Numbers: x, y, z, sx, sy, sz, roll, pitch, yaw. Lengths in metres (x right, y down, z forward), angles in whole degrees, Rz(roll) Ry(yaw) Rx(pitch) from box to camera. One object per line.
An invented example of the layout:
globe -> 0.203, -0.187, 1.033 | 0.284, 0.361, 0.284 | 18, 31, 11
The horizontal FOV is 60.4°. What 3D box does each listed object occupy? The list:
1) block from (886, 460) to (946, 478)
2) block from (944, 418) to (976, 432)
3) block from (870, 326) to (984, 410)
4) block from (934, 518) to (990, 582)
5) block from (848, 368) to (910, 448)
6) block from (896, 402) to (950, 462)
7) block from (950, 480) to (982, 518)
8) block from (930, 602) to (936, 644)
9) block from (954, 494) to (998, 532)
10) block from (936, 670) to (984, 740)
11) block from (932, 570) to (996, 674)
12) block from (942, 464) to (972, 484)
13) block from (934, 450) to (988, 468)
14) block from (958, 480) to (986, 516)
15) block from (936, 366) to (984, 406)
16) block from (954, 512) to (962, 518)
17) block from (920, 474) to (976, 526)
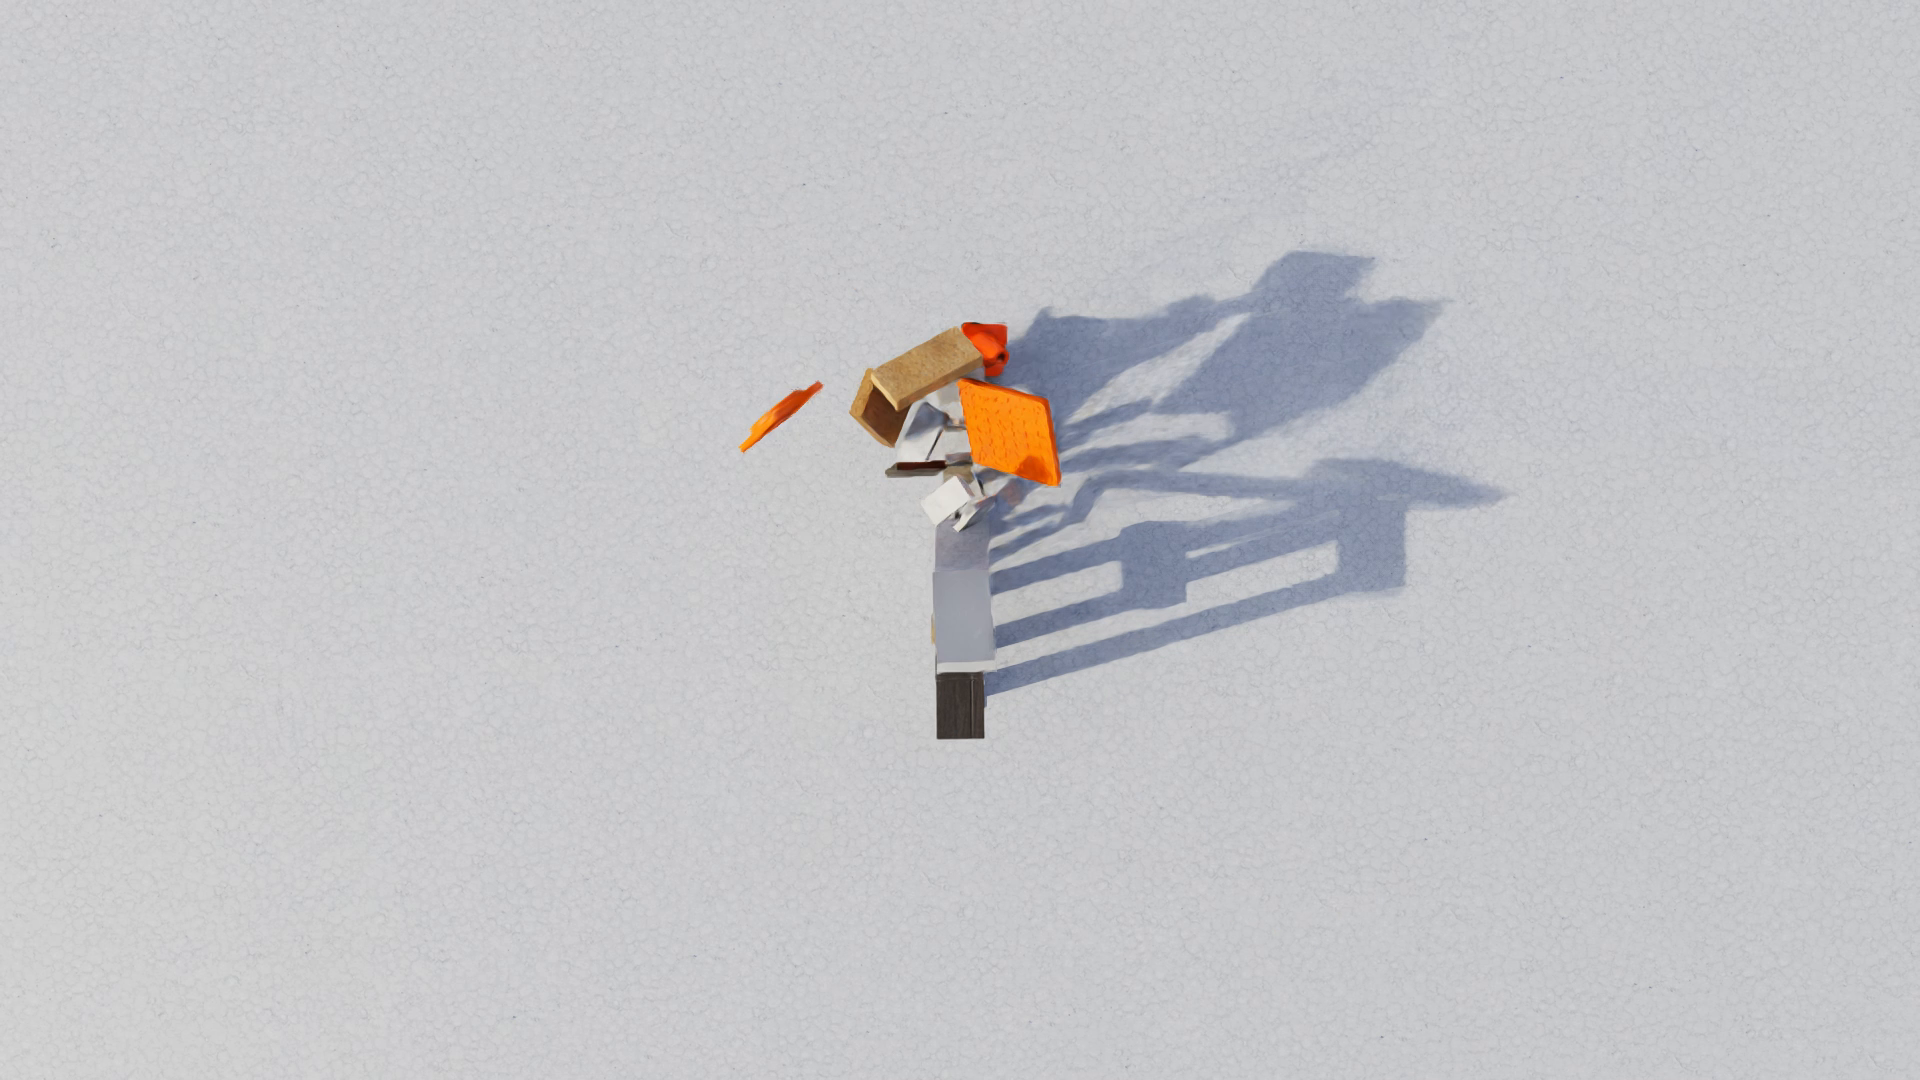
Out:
block -> -0.139, -0.223, 5.207 | 0.171, 0.086, 0.024 | -4, 76, -28
block -> -0.022, -0.377, 5.394 | 0.097, 0.194, 0.027 | -1, 89, 15
block -> -0.098, -0.515, 4.937 | 0.304, 0.043, 0.152 | -30, 55, -14
block -> 0.007, 0.085, 5.091 | 0.169, 0.431, 0.048 | 0, 129, 1
block -> -0.247, -0.409, 5.148 | 0.043, 0.304, 0.152 | 18, 81, 21
block -> -0.119, -0.337, 5.308 | 0.097, 0.027, 0.194 | 30, 101, 19
block -> 0.018, -0.108, 5.428 | 0.095, 0.027, 0.189 | -1, 124, -11
block -> -0.001, 0.252, 5.020 | 0.169, 0.338, 0.048 | -1, 101, 0
block -> 0.048, -0.081, 5.128 | 0.085, 0.176, 0.024 | -27, 80, -27
block -> 0.000, 0.447, 4.887 | 0.141, 0.040, 0.283 | -1, 91, 0
block -> 0.009, 0.236, 4.836 | 0.169, 0.048, 0.338 | -3, 49, -2
block -> -0.007, -0.201, 5.405 | 0.094, 0.189, 0.027 | -8, 75, 0
block -> -0.008, -0.257, 5.377 | 0.097, 0.194, 0.027 | -27, 78, 41
block -> 0.033, -0.131, 5.263 | 0.095, 0.189, 0.027 | -39, 107, 7
block -> -0.002, -0.505, 5.236 | 0.152, 0.525, 0.043 | -12, 86, 0
block -> 0.028, -0.025, 5.325 | 0.072, 0.020, 0.143 | -14, 114, -8
block -> -0.038, -0.122, 4.994 | 0.171, 0.024, 0.086 | -36, 85, 38
